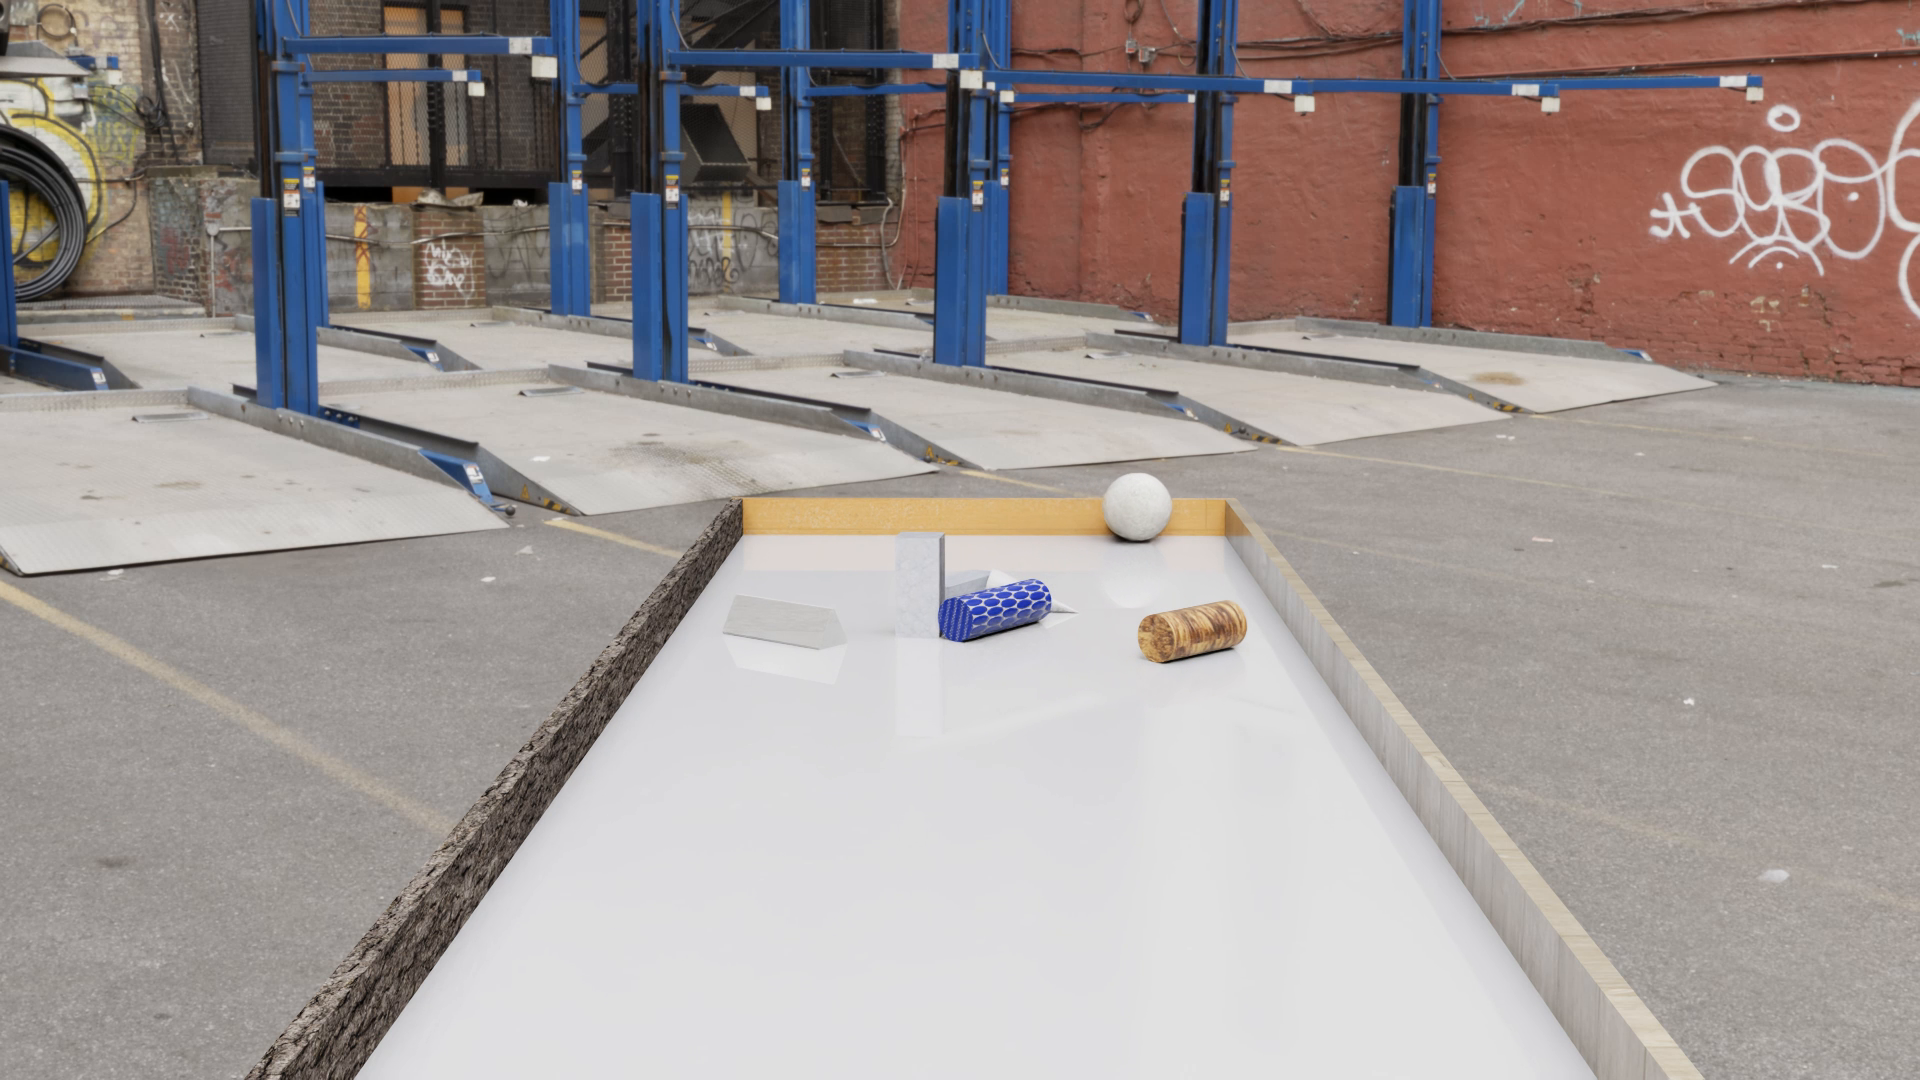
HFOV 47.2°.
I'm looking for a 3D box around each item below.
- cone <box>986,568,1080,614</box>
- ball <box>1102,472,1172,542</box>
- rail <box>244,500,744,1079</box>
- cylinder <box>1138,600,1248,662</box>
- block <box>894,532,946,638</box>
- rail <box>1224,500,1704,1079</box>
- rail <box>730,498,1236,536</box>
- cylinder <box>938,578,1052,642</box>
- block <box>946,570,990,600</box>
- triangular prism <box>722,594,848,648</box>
[{"bbox_3d":[0.255,0.207,7.470,0.328,0.149,0.149,15,12,10],"label":"cone"},{"bbox_3d":[0.720,-0.135,8.966,0.280,0.280,0.280,0,9,0],"label":"ball"},{"bbox_3d":[-1.004,0.839,3.234,0.050,0.150,12.000,0,9,1],"label":"rail"},{"bbox_3d":[0.717,0.280,6.772,0.344,0.148,0.148,-8,12,-43],"label":"cylinder"},{"bbox_3d":[-0.128,0.143,7.076,0.142,0.322,0.142,1,9,7],"label":"block"},{"bbox_3d":[1.046,0.843,3.208,0.050,0.150,12.000,0,9,1],"label":"rail"},{"bbox_3d":[0.099,-0.098,9.147,2.100,0.150,0.050,0,9,1],"label":"rail"},{"bbox_3d":[0.116,0.226,7.133,0.141,0.141,0.432,7,11,37],"label":"cylinder"},{"bbox_3d":[0.003,0.183,7.502,0.110,0.110,0.339,5,10,30],"label":"block"},{"bbox_3d":[-0.561,0.252,7.016,0.416,0.119,0.137,7,11,38],"label":"triangular prism"}]
